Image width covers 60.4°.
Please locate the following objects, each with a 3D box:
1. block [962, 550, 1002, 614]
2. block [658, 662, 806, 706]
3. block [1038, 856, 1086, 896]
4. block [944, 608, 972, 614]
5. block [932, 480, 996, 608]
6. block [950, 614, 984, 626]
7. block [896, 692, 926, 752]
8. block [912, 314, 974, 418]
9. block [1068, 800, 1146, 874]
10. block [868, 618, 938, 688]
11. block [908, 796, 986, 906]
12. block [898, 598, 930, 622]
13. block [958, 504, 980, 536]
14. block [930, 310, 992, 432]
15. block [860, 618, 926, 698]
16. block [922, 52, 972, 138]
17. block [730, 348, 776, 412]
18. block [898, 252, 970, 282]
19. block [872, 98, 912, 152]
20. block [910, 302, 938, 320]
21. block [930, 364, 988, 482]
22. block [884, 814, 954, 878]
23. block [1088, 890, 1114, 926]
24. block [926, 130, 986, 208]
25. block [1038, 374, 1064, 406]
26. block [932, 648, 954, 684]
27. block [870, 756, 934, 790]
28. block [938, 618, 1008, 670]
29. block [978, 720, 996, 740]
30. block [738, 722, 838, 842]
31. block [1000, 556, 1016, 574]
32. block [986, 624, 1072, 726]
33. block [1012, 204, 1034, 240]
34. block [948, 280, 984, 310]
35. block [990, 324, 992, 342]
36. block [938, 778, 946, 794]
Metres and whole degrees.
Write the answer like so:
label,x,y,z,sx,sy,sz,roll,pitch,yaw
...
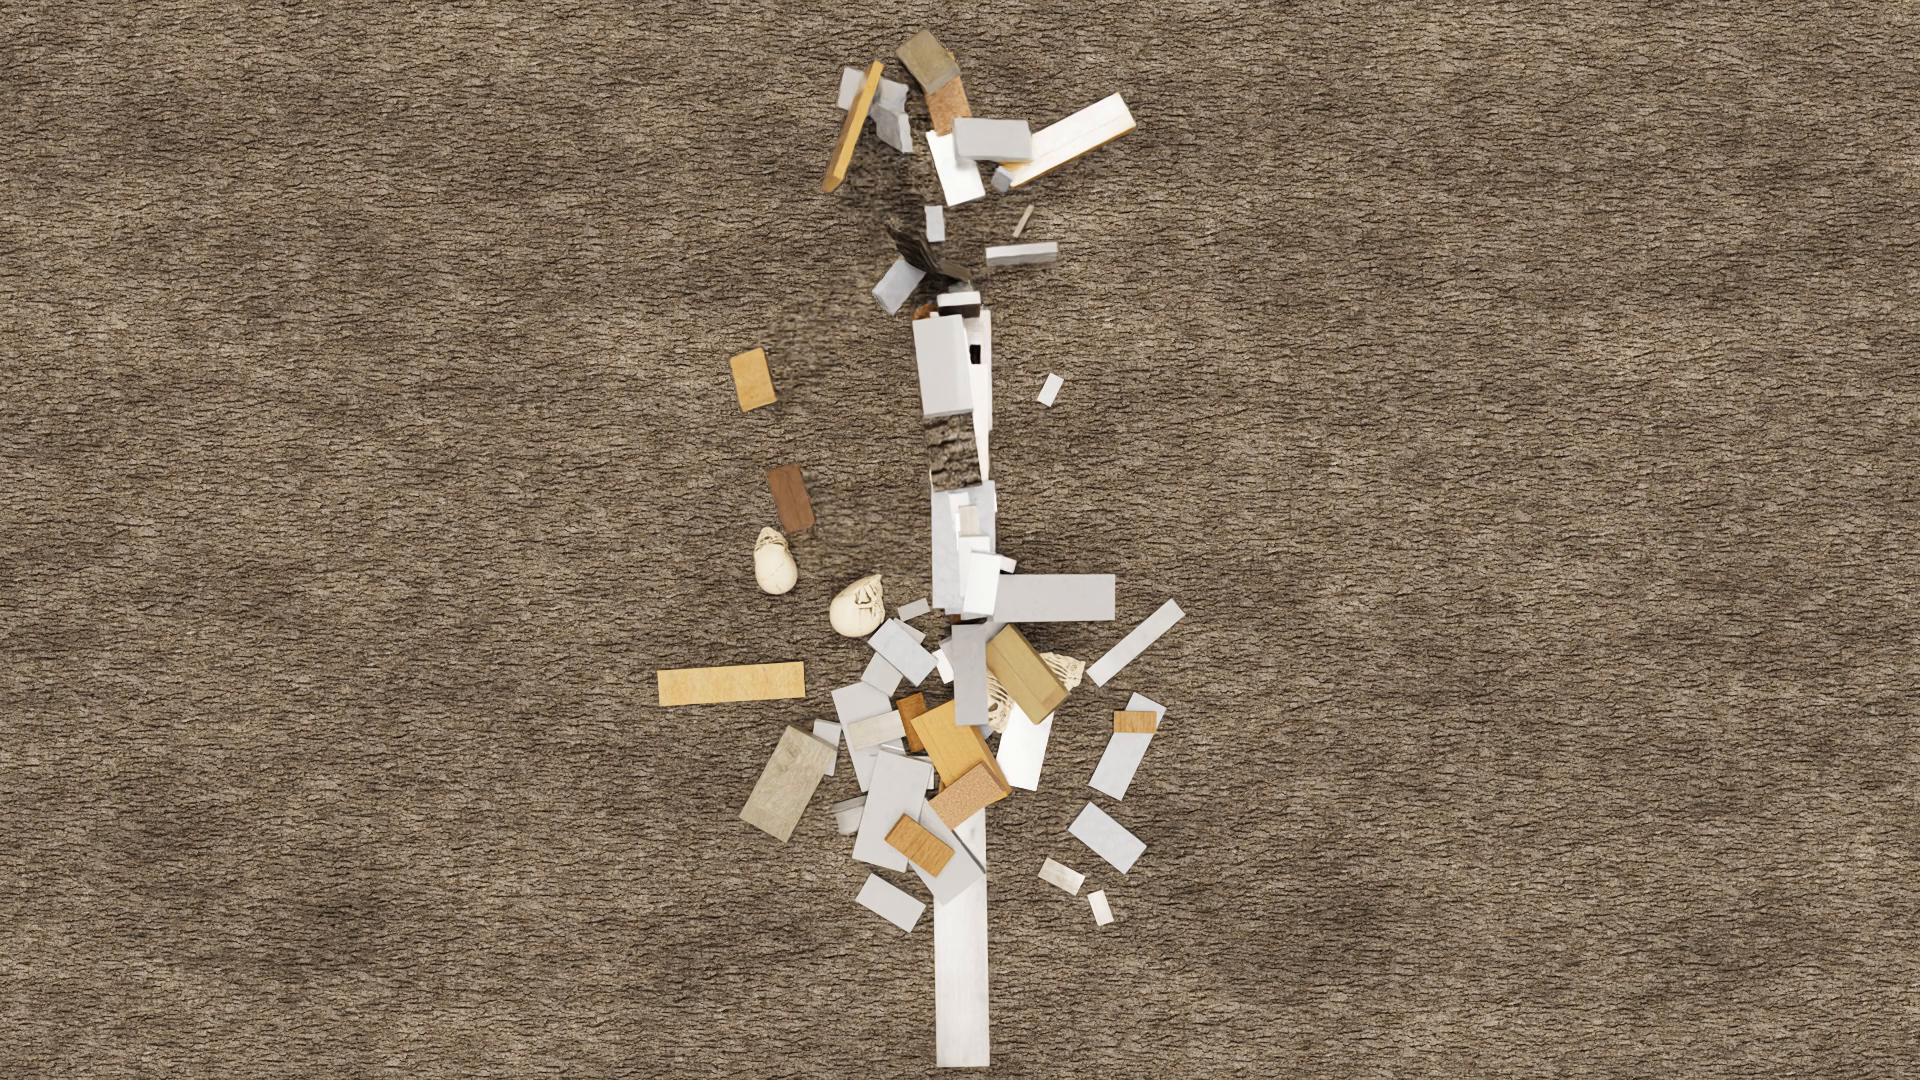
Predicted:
label,x,y,z,sx,sy,sz,roll,pitch,yaw
block,0.059,0.114,4.387,0.081,0.023,0.163,8,104,-2
block,-0.758,0.477,5.483,0.484,0.033,0.117,-4,90,0
block,0.337,1.118,5.490,0.141,0.020,0.071,27,90,0
block,0.007,0.101,4.919,0.118,0.033,0.236,-4,90,0
block,0.010,0.012,4.454,0.170,0.048,0.339,-1,90,0
block,0.024,0.241,5.391,0.109,0.219,0.031,-20,57,-11
block,-0.144,0.603,5.464,0.089,0.025,0.178,-17,90,-35
block,-0.045,-0.462,4.380,0.132,0.037,0.264,-7,77,0
block,0.488,0.988,5.483,0.239,0.034,0.120,38,90,0
block,-0.188,0.371,5.428,0.219,0.031,0.109,41,75,3
block,-0.093,1.010,5.426,0.175,0.049,0.349,-38,86,5
block,-0.154,0.232,5.478,0.101,0.014,0.050,-21,48,0
block,0.025,-0.042,4.390,0.051,0.014,0.102,-5,105,-1
block,0.004,-0.506,4.956,0.179,0.051,0.358,-1,90,0
block,-0.221,0.388,5.453,0.117,0.033,0.234,29,75,0
block,-0.051,-1.474,5.461,0.129,0.036,0.257,-16,81,0
block,-0.680,-0.527,5.414,0.116,0.033,0.231,-18,51,0
block,-0.081,-0.894,5.364,0.121,0.242,0.034,24,101,30
block,-0.215,-1.316,5.235,0.034,0.237,0.118,-17,120,-16
block,-0.083,-0.729,5.394,0.076,0.152,0.022,-37,63,29
block,-0.003,-0.318,4.481,0.158,0.045,0.315,0,90,0
block,-0.130,0.991,5.348,0.212,0.030,0.106,39,85,-14
block,0.468,1.223,5.492,0.055,0.016,0.110,-20,90,0
block,-0.014,-1.247,5.482,0.128,0.036,0.257,-17,90,0
block,0.301,-0.500,5.493,0.050,0.014,0.101,27,90,0
block,0.027,0.383,5.485,0.219,0.031,0.109,-24,90,0
block,-0.193,0.766,5.436,0.211,0.030,0.106,0,90,0
block,0.060,0.337,5.433,0.234,0.033,0.117,-27,111,0
block,0.062,0.608,5.492,0.110,0.016,0.055,42,90,0
block,-0.566,0.799,5.446,0.179,0.051,0.358,29,99,0
block,0.106,0.064,5.356,0.144,0.287,0.041,17,90,0
block,0.208,0.435,5.344,0.151,0.043,0.302,-45,72,17
block,0.209,-1.053,5.471,0.016,0.058,0.116,28,90,-1
block,0.019,-0.792,5.447,0.076,0.022,0.152,-23,55,0
block,0.005,-0.626,5.241,0.179,0.518,0.051,0,90,0
block,-0.040,0.816,5.492,0.055,0.016,0.110,8,90,0
